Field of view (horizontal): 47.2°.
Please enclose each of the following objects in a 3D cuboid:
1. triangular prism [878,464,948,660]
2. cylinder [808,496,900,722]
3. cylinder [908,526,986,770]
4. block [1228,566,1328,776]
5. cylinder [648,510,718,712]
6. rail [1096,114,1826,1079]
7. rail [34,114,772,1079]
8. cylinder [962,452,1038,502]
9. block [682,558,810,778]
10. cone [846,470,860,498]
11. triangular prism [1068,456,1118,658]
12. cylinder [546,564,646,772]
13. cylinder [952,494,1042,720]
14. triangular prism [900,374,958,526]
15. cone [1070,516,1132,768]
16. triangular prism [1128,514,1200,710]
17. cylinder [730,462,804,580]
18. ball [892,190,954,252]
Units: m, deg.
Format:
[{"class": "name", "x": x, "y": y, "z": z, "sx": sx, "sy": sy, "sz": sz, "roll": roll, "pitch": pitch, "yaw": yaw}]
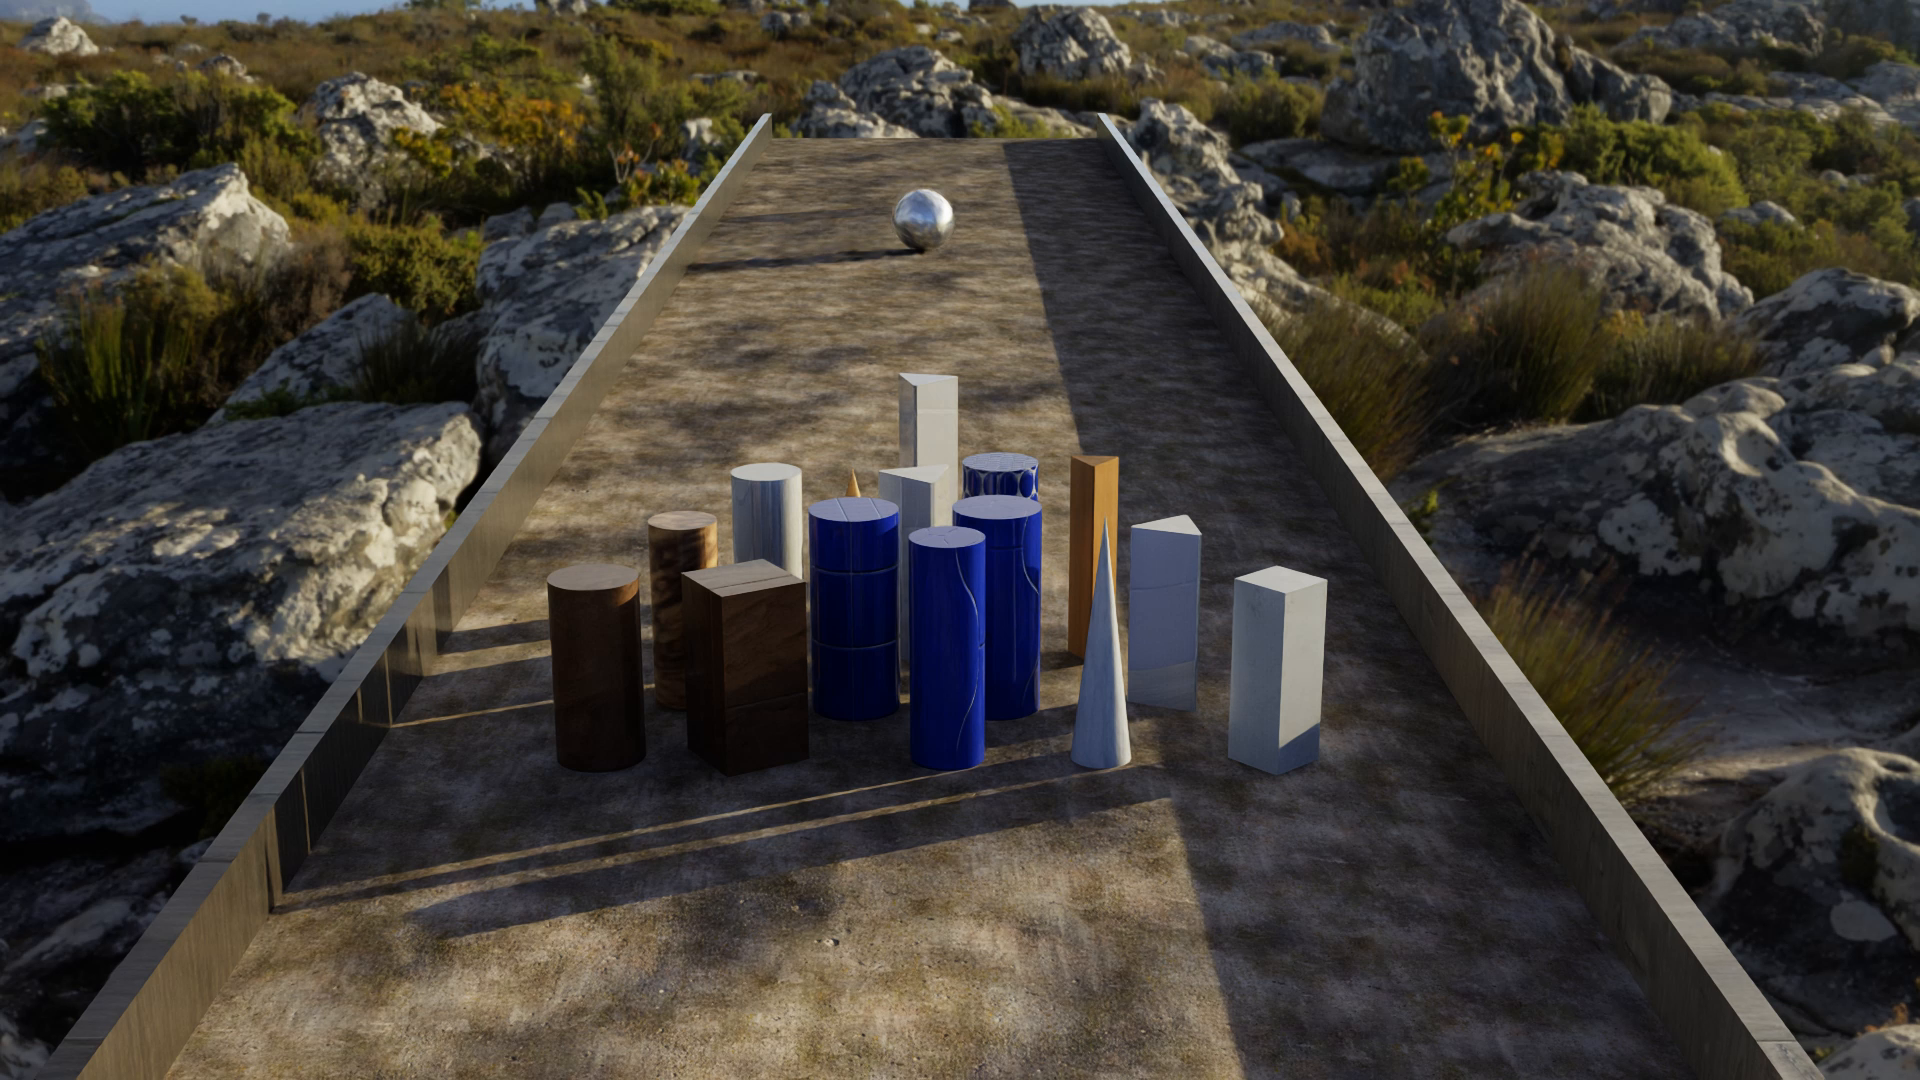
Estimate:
[{"class": "triangular prism", "x": -0.066, "y": 0.045, "z": 4.407, "sx": 0.144, "sy": 0.381, "sz": 0.125, "roll": 14, "pitch": 21, "yaw": 39}, {"class": "cylinder", "x": -0.196, "y": 0.129, "z": 4.114, "sx": 0.168, "sy": 0.388, "sz": 0.168, "roll": 0, "pitch": 17, "yaw": 0}, {"class": "cylinder", "x": -0.022, "y": 0.191, "z": 3.868, "sx": 0.133, "sy": 0.409, "sz": 0.133, "roll": 0, "pitch": 17, "yaw": 0}, {"class": "block", "x": 0.558, "y": 0.228, "z": 3.871, "sx": 0.114, "sy": 0.335, "sz": 0.114, "roll": -15, "pitch": 22, "yaw": -40}, {"class": "cylinder", "x": -0.518, "y": 0.134, "z": 4.149, "sx": 0.128, "sy": 0.357, "sz": 0.128, "roll": 0, "pitch": 17, "yaw": 0}, {"class": "rail", "x": 0.932, "y": -0.844, "z": 7.801, "sx": 0.050, "sy": 0.150, "sz": 12.000, "roll": 0, "pitch": 17, "yaw": -1}, {"class": "rail", "x": -1.118, "y": -0.838, "z": 7.780, "sx": 0.050, "sy": 0.150, "sz": 12.000, "roll": 0, "pitch": 17, "yaw": -1}, {"class": "cylinder", "x": 0.084, "y": -0.004, "z": 4.657, "sx": 0.160, "sy": 0.333, "sz": 0.160, "roll": 0, "pitch": 17, "yaw": 0}, {"class": "block", "x": -0.380, "y": 0.224, "z": 3.893, "sx": 0.162, "sy": 0.331, "sz": 0.162, "roll": -10, "pitch": 19, "yaw": -31}, {"class": "cone", "x": -0.224, "y": 0.007, "z": 4.622, "sx": 0.169, "sy": 0.330, "sz": 0.169, "roll": 0, "pitch": 17, "yaw": 0}, {"class": "triangular prism", "x": 0.254, "y": 0.034, "z": 4.396, "sx": 0.080, "sy": 0.407, "sz": 0.093, "roll": 11, "pitch": 20, "yaw": 34}, {"class": "cylinder", "x": -0.640, "y": 0.225, "z": 3.883, "sx": 0.158, "sy": 0.335, "sz": 0.158, "roll": 0, "pitch": 17, "yaw": 0}, {"class": "cylinder", "x": 0.068, "y": 0.126, "z": 4.119, "sx": 0.167, "sy": 0.390, "sz": 0.167, "roll": 0, "pitch": 17, "yaw": 0}, {"class": "triangular prism", "x": -0.092, "y": -0.140, "z": 4.899, "sx": 0.114, "sy": 0.455, "sz": 0.132, "roll": 15, "pitch": 22, "yaw": 42}, {"class": "cone", "x": 0.251, "y": 0.169, "z": 3.860, "sx": 0.109, "sy": 0.456, "sz": 0.109, "roll": 0, "pitch": 17, "yaw": 0}, {"class": "triangular prism", "x": 0.404, "y": 0.133, "z": 4.171, "sx": 0.136, "sy": 0.346, "sz": 0.118, "roll": 7, "pitch": 18, "yaw": 23}, {"class": "cylinder", "x": -0.383, "y": 0.047, "z": 4.400, "sx": 0.140, "sy": 0.380, "sz": 0.140, "roll": 0, "pitch": 17, "yaw": 0}, {"class": "ball", "x": -0.155, "y": -1.356, "z": 9.332, "sx": 0.259, "sy": 0.259, "sz": 0.259, "roll": 0, "pitch": 17, "yaw": 0}]
